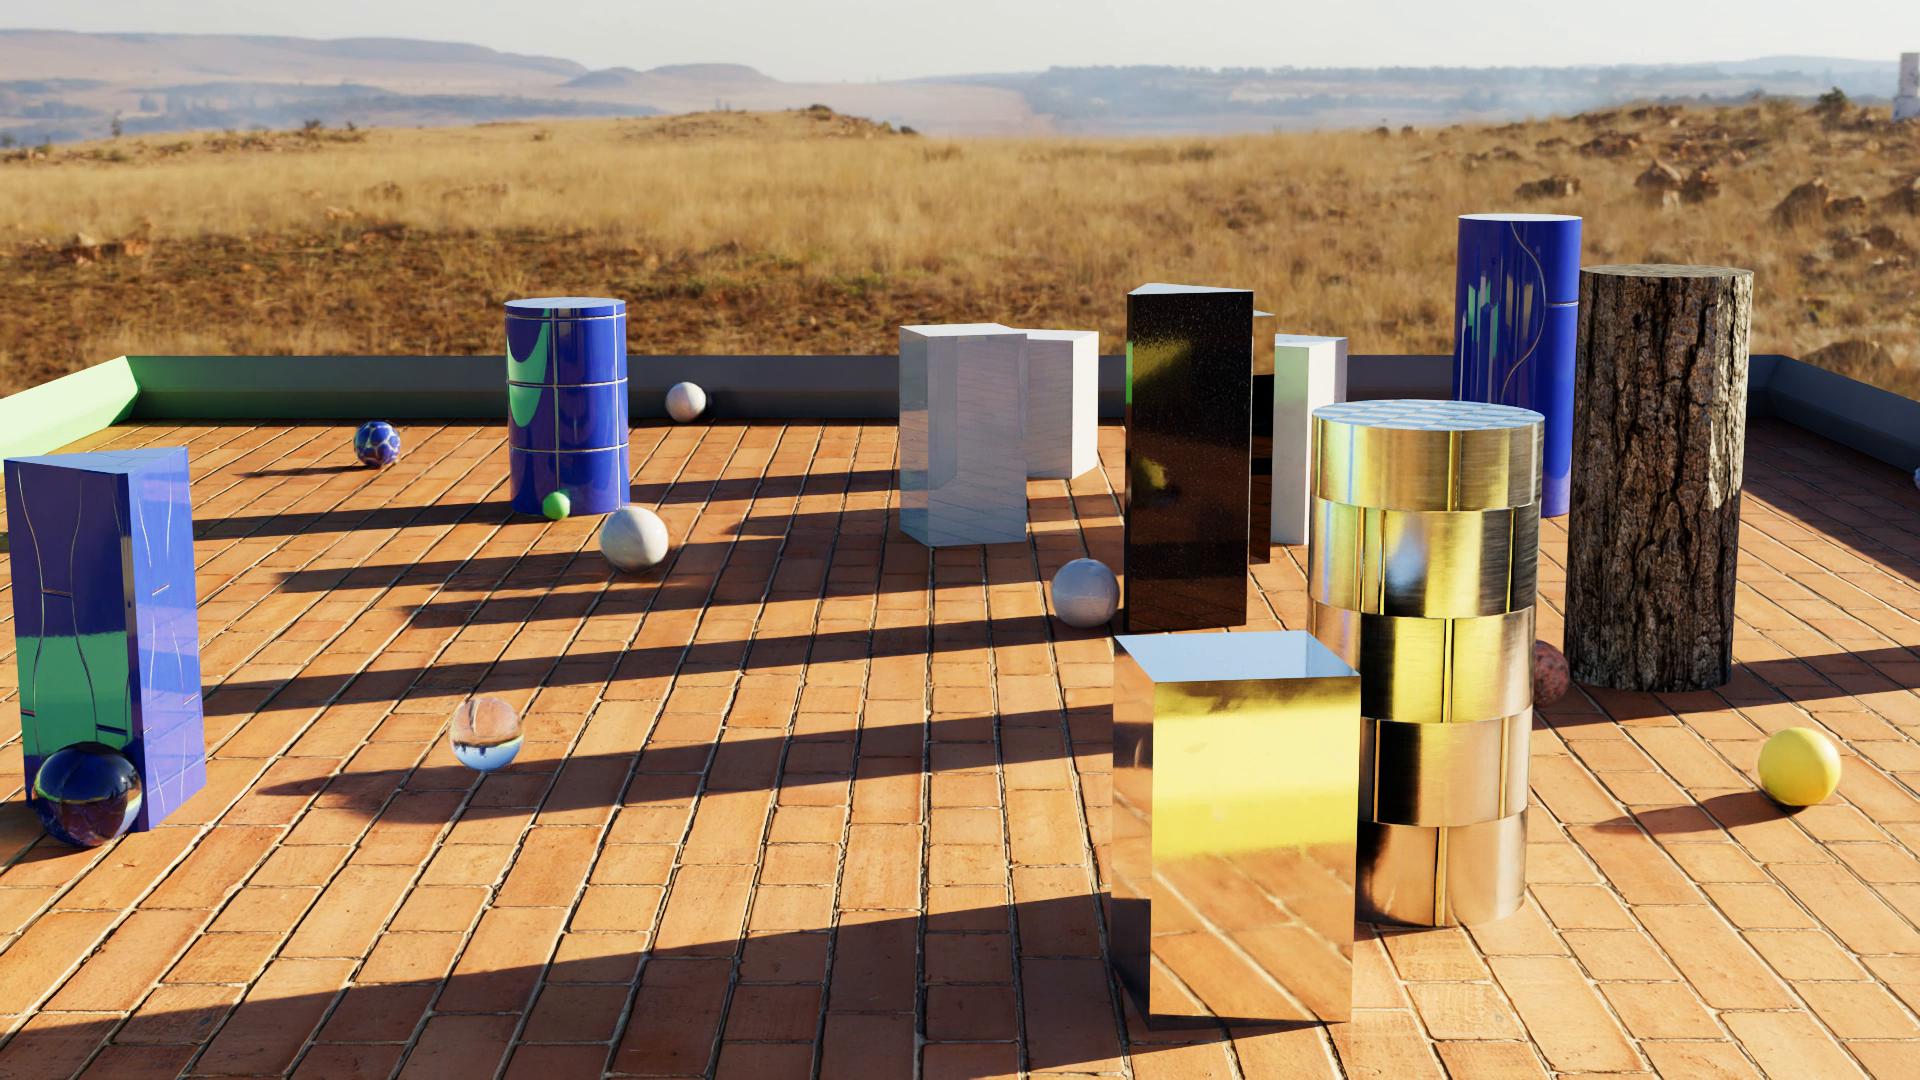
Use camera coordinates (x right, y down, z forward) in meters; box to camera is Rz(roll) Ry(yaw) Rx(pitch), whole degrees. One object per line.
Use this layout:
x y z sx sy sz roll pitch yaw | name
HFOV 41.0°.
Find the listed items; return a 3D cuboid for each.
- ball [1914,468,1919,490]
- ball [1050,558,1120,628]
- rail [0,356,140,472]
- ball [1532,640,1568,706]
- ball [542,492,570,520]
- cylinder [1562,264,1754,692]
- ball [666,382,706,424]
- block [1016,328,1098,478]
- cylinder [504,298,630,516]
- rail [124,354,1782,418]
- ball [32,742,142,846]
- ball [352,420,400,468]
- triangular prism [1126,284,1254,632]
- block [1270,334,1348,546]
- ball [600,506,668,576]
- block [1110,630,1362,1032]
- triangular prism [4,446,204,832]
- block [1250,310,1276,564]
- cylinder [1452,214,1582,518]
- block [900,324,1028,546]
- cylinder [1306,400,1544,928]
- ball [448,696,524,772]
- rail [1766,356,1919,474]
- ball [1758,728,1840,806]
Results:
1.668 -0.106 4.402 0.057 0.057 0.057 0 10 0 | ball
0.164 0.070 3.357 0.092 0.092 0.092 0 10 0 | ball
-1.708 0.035 3.439 0.045 0.129 3.903 0 10 0 | rail
0.660 0.153 2.948 0.077 0.077 0.077 0 10 0 | ball
-0.654 -0.055 4.161 0.044 0.044 0.044 0 10 0 | ball
0.832 -0.078 3.070 0.198 0.488 0.198 0 10 0 | cylinder
-0.564 -0.283 5.284 0.084 0.084 0.084 0 10 0 | ball
0.151 -0.249 4.650 0.158 0.248 0.158 4 11 19 | block
-0.651 -0.223 4.256 0.198 0.341 0.198 0 10 0 | cylinder
-0.011 -0.318 5.344 3.463 0.129 0.045 0 10 0 | rail
-0.823 0.240 2.420 0.099 0.099 0.099 0 10 0 | ball
-1.068 -0.175 4.698 0.086 0.086 0.086 0 10 0 | ball
0.276 -0.113 3.389 0.172 0.440 0.149 -3 11 -16 | triangular prism
0.500 -0.162 4.022 0.158 0.305 0.158 6 12 29 | block
-0.471 0.001 3.708 0.099 0.099 0.099 0 10 0 | ball
0.213 0.224 2.021 0.158 0.274 0.158 -1 11 -7 | block
-0.817 0.090 2.543 0.172 0.350 0.149 7 12 32 | triangular prism
0.359 -0.155 3.814 0.158 0.368 0.158 -3 11 -18 | block
0.912 -0.288 4.220 0.198 0.482 0.198 0 10 0 | cylinder
0.004 -0.166 3.998 0.158 0.323 0.158 -3 11 -17 | block
0.403 0.103 2.252 0.198 0.429 0.198 0 10 0 | cylinder
-0.495 0.203 2.678 0.078 0.078 0.078 0 10 0 | ball
1.708 0.031 3.458 0.045 0.129 3.903 0 10 0 | rail
0.834 0.226 2.551 0.078 0.078 0.078 0 10 0 | ball
